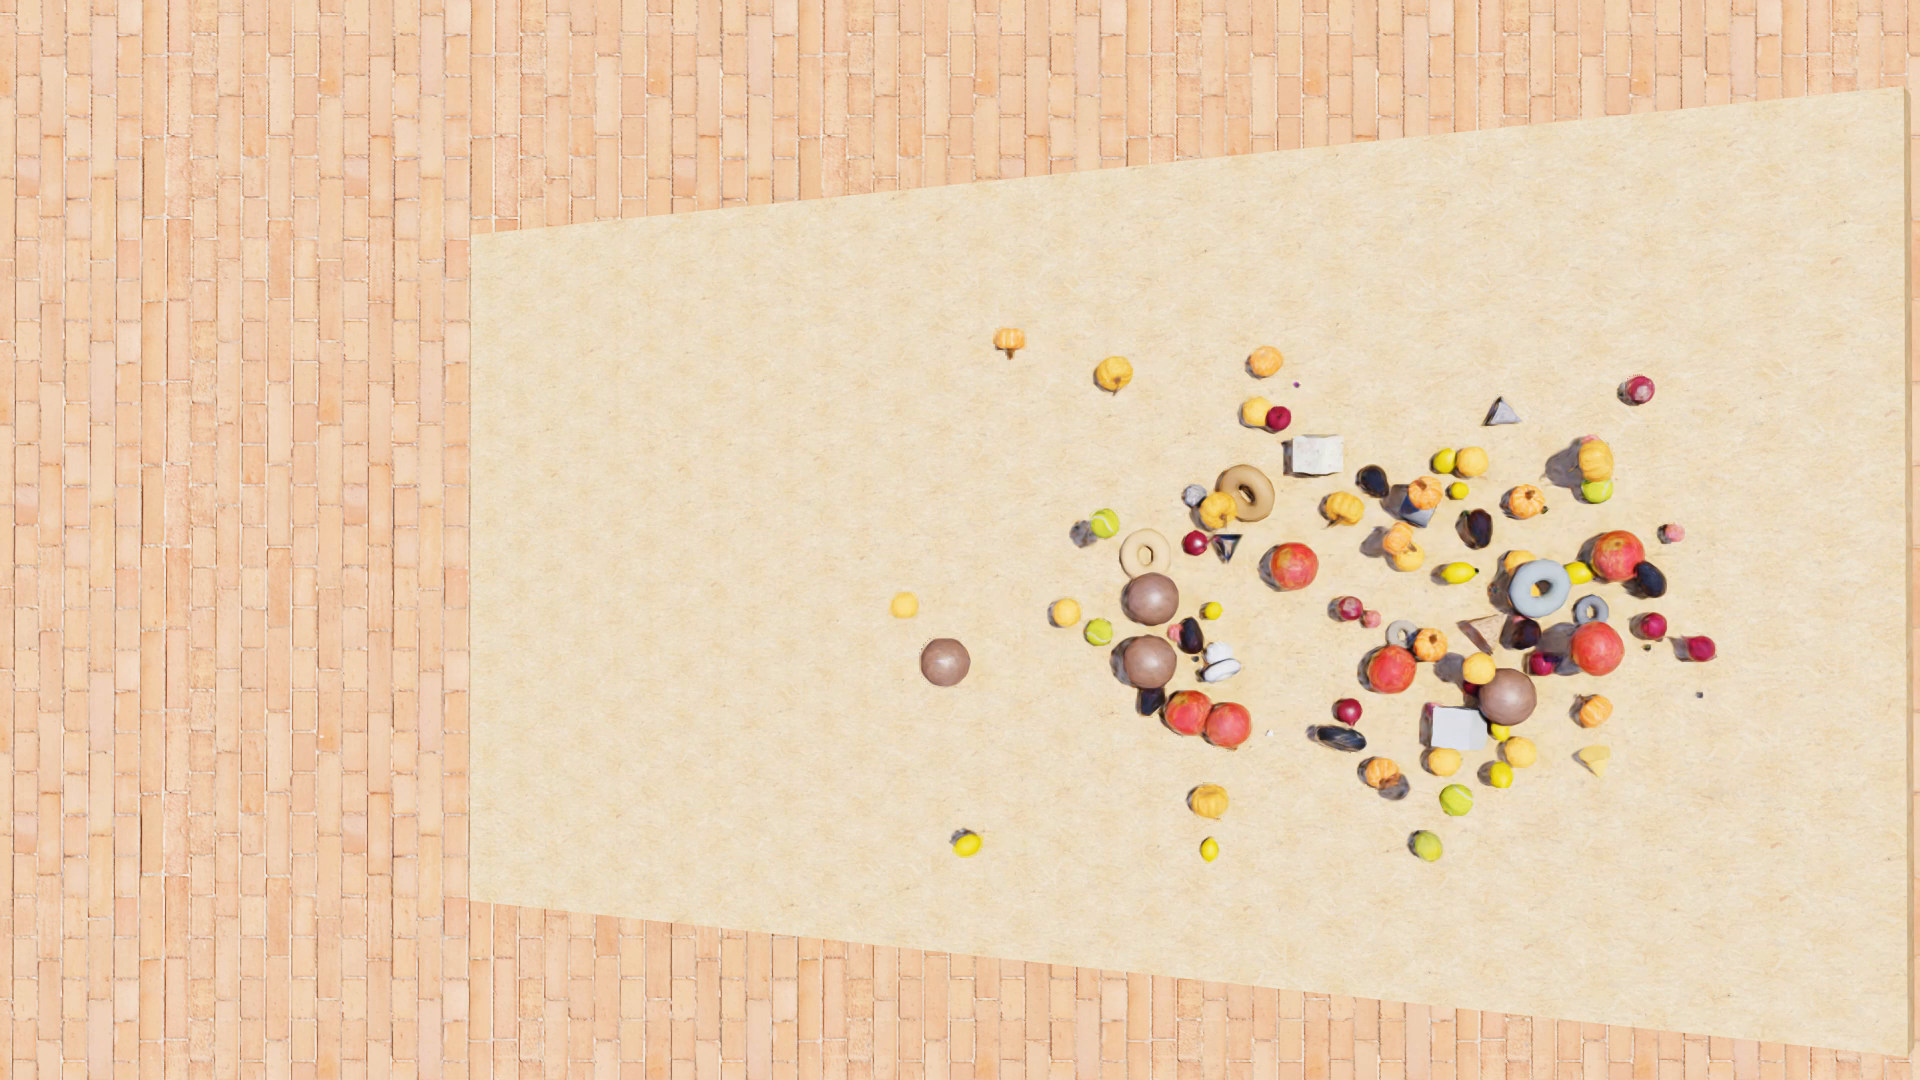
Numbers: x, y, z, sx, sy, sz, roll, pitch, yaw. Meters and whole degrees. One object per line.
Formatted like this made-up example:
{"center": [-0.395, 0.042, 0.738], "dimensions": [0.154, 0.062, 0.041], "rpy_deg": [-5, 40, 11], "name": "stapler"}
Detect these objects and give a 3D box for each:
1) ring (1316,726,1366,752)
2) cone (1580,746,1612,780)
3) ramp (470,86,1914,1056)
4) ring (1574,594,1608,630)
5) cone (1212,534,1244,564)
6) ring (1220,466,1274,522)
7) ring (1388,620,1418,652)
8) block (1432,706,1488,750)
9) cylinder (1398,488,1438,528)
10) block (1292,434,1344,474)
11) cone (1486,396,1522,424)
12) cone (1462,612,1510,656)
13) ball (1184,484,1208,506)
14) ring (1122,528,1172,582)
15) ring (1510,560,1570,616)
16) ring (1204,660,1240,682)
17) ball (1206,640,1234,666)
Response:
{"center": [0.884, 0.461, 5.103], "dimensions": [0.119, 0.119, 0.040], "rpy_deg": [16, 75, 0], "name": "ring"}
{"center": [1.405, 0.500, 4.838], "dimensions": [0.070, 0.070, 0.070], "rpy_deg": [-17, 111, 0], "name": "cone"}
{"center": [0.265, 0.073, 5.611], "dimensions": [4.000, 0.100, 2.000], "rpy_deg": [0, 89, 31], "name": "ramp"}
{"center": [1.393, 0.160, 4.851], "dimensions": [0.077, 0.026, 0.077], "rpy_deg": [-3, 86, 35], "name": "ring"}
{"center": [0.641, 0.024, 5.260], "dimensions": [0.072, 0.072, 0.072], "rpy_deg": [1, 84, 0], "name": "cone"}
{"center": [0.684, -0.111, 5.247], "dimensions": [0.049, 0.146, 0.146], "rpy_deg": [-34, 89, -44], "name": "ring"}
{"center": [1.023, 0.221, 5.076], "dimensions": [0.075, 0.025, 0.075], "rpy_deg": [-1, 87, 31], "name": "ring"}
{"center": [1.129, 0.424, 4.965], "dimensions": [0.090, 0.090, 0.090], "rpy_deg": [4, 91, 38], "name": "block"}
{"center": [1.048, -0.073, 5.028], "dimensions": [0.069, 0.069, 0.069], "rpy_deg": [27, 90, 13], "name": "cylinder"}
{"center": [0.836, -0.201, 5.133], "dimensions": [0.084, 0.084, 0.084], "rpy_deg": [-8, 100, -40], "name": "block"}
{"center": [1.235, -0.278, 4.948], "dimensions": [0.071, 0.071, 0.071], "rpy_deg": [24, 90, 2], "name": "cone"}
{"center": [1.202, 0.192, 4.954], "dimensions": [0.097, 0.097, 0.097], "rpy_deg": [-38, 90, -7], "name": "cone"}
{"center": [0.571, -0.109, 5.335], "dimensions": [0.056, 0.056, 0.056], "rpy_deg": [0, 89, 0], "name": "ball"}
{"center": [0.458, 0.038, 5.410], "dimensions": [0.134, 0.045, 0.134], "rpy_deg": [0, 90, 32], "name": "ring"}
{"center": [1.275, 0.106, 4.834], "dimensions": [0.139, 0.046, 0.139], "rpy_deg": [-4, 116, -8], "name": "ring"}
{"center": [0.624, 0.312, 5.239], "dimensions": [0.094, 0.094, 0.031], "rpy_deg": [-22, 74, 0], "name": "ring"}
{"center": [0.625, 0.277, 5.292], "dimensions": [0.067, 0.067, 0.067], "rpy_deg": [0, 89, 0], "name": "ball"}
